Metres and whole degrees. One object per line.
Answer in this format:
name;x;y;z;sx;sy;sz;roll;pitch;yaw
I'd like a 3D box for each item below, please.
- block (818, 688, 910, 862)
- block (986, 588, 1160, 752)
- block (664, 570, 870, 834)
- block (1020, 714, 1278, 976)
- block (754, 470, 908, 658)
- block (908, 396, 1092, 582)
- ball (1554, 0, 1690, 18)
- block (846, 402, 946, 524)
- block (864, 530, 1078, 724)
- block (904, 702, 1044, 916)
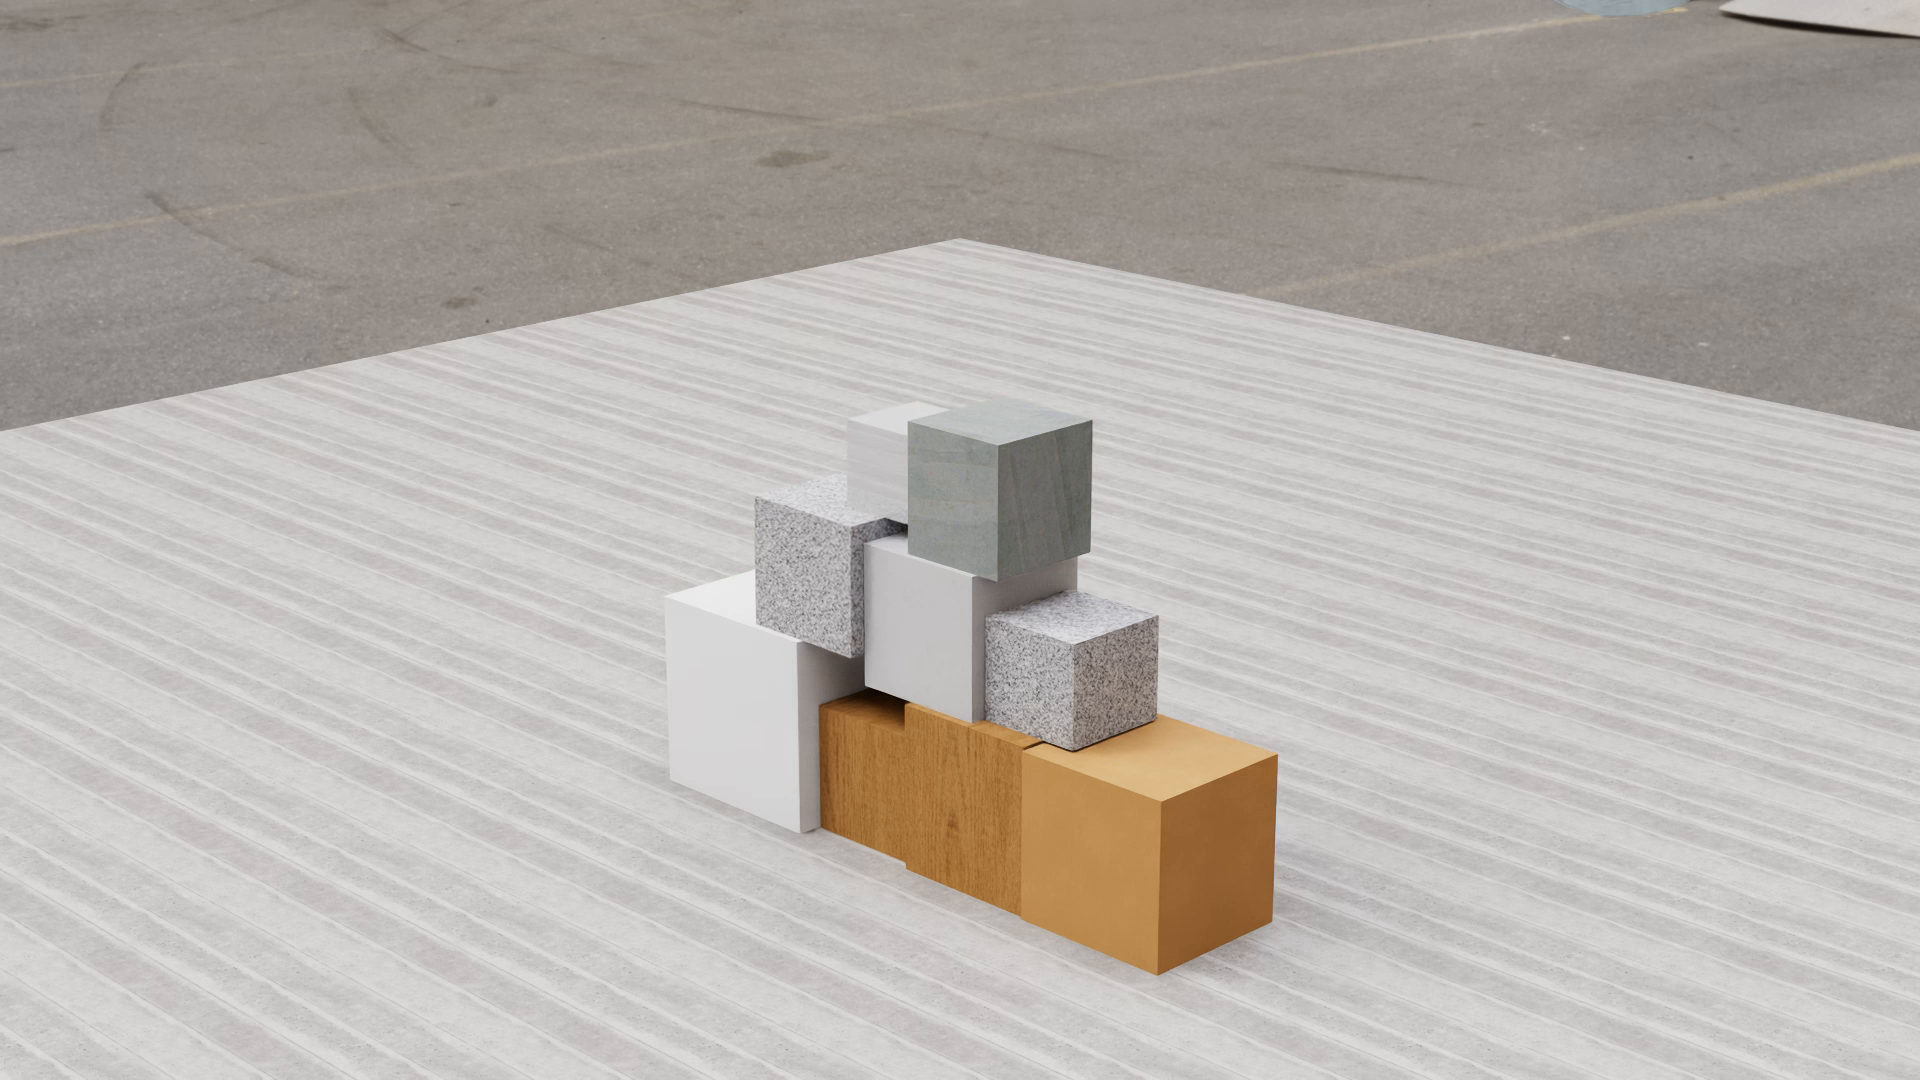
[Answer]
block;-0.201;1.068;13.909;0.681;0.622;0.629;-17;24;-42
block;0.496;0.567;13.022;0.552;0.491;0.533;-17;24;-42
block;-0.790;0.741;14.383;0.875;0.962;0.962;-17;24;-42
block;0.826;1.304;12.864;0.769;0.798;0.805;-17;24;-42
block;-0.449;0.083;13.815;0.794;0.632;0.661;-17;25;-42
block;0.178;-0.236;13.076;0.601;0.617;0.560;-17;24;-42
ball;3.645;-3.666;16.010;1.600;1.600;1.600;0;17;0
block;-0.184;-0.348;13.447;0.449;0.417;0.499;-17;24;-42
block;0.049;0.344;13.407;0.683;0.686;0.693;-17;24;-42
block;0.291;1.127;13.410;0.786;0.809;0.744;-17;24;-42
